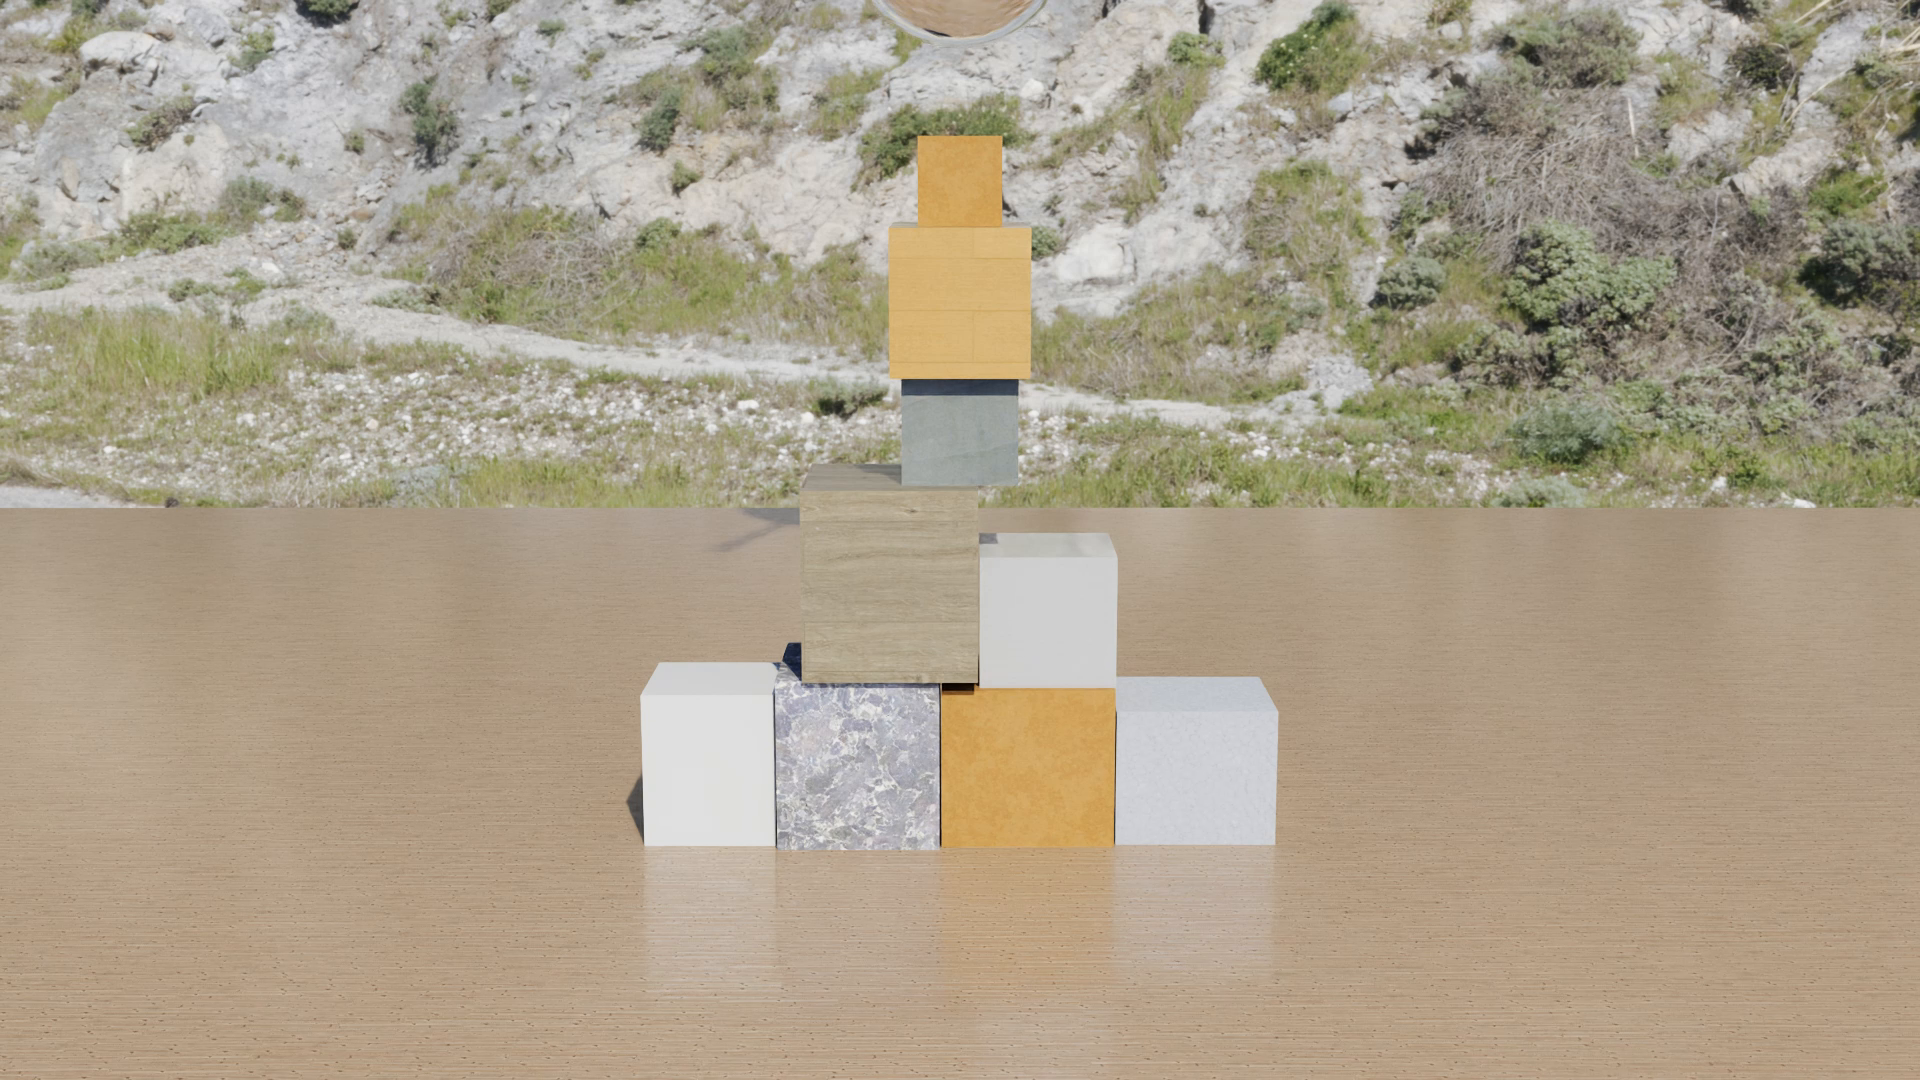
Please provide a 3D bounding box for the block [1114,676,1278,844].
[{"bbox_3d":[1.187,1.133,11.399,0.807,0.692,0.727,0,10,0],"label":"block"}]

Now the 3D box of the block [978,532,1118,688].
[{"bbox_3d":[0.439,0.351,11.261,0.681,0.663,0.692,0,10,0],"label":"block"}]

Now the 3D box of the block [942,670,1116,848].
[{"bbox_3d":[0.341,1.079,11.373,0.866,0.809,0.770,0,10,0],"label":"block"}]

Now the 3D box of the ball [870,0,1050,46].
[{"bbox_3d":[0.000,-4.317,15.584,1.600,1.600,1.600,0,10,0],"label":"ball"}]

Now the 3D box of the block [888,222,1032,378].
[{"bbox_3d":[0.000,-1.207,10.968,0.683,0.725,0.779,0,10,0],"label":"block"}]

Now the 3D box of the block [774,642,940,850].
[{"bbox_3d":[-0.509,1.049,11.364,0.813,0.870,0.852,0,10,0],"label":"block"}]

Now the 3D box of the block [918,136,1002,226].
[{"bbox_3d":[0.000,-1.777,10.868,0.410,0.433,0.374,0,10,0],"label":"block"}]

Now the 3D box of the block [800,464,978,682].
[{"bbox_3d":[-0.345,0.151,11.202,0.867,0.956,0.923,0,10,0],"label":"block"}]

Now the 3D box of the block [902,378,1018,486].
[{"bbox_3d":[0.000,-0.583,11.065,0.574,0.537,0.571,0,10,0],"label":"block"}]

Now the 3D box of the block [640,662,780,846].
[{"bbox_3d":[-1.258,1.095,11.362,0.665,0.781,0.703,0,10,0],"label":"block"}]
